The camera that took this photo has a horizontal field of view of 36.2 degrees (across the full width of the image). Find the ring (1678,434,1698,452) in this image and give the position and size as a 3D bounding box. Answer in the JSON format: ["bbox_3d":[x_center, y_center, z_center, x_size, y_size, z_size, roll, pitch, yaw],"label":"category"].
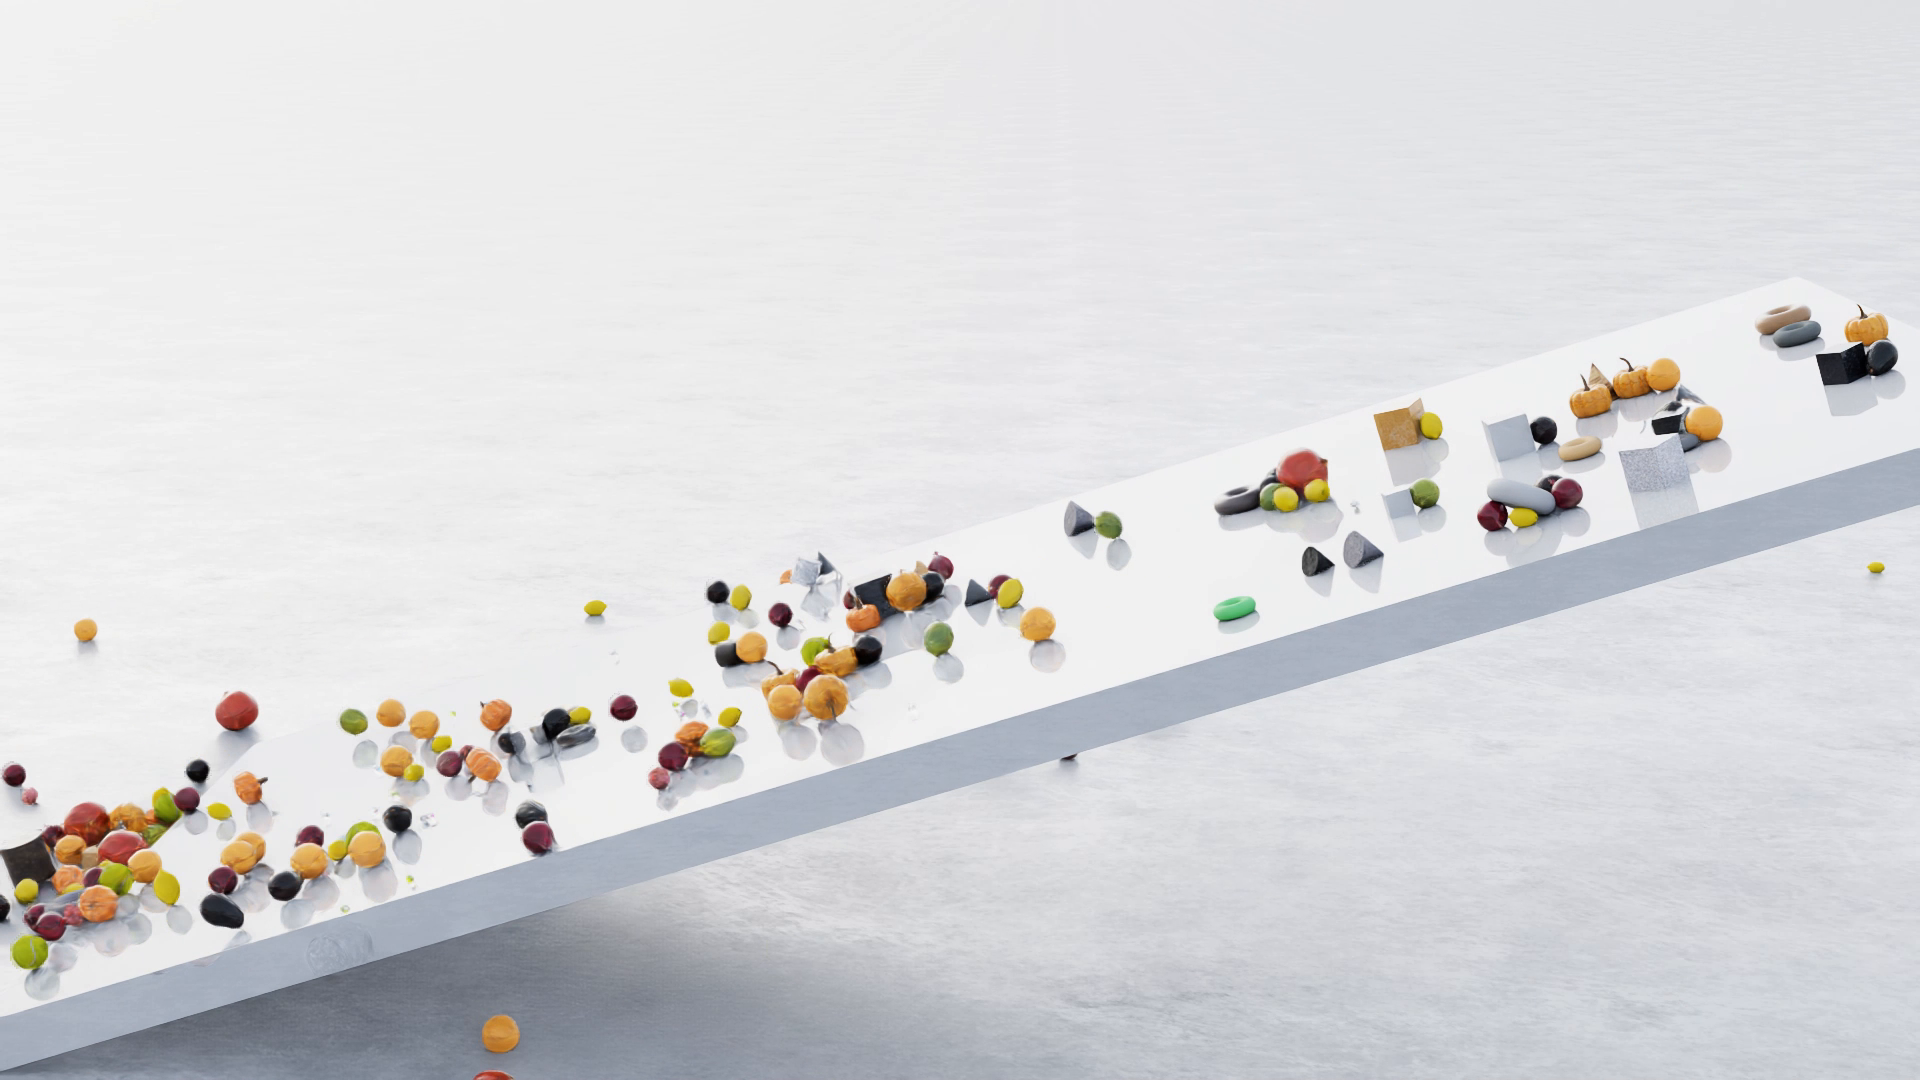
[{"bbox_3d":[1.396,-0.187,5.715,0.078,0.026,0.078,-17,9,3],"label":"ring"}]

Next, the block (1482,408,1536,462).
[{"bbox_3d":[1.147,-0.220,6.151,0.083,0.083,0.083,-17,10,3],"label":"block"}]

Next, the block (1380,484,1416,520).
[{"bbox_3d":[0.883,-0.077,5.933,0.051,0.051,0.051,-18,10,1],"label":"block"}]

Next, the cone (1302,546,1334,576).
[{"bbox_3d":[0.699,0.044,5.673,0.059,0.059,0.059,7,7,-25],"label":"cone"}]

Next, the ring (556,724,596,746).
[{"bbox_3d":[-0.819,0.417,6.274,0.086,0.029,0.086,-16,10,3],"label":"ring"}]

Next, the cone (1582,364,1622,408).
[{"bbox_3d":[1.385,-0.345,6.392,0.088,0.088,0.088,-17,10,3],"label":"cone"}]

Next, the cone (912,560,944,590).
[{"bbox_3d":[-0.067,0.086,6.735,0.073,0.073,0.073,12,12,3],"label":"cone"}]

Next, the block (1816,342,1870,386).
[{"bbox_3d":[1.757,-0.351,5.855,0.066,0.066,0.066,-23,12,-29],"label":"block"}]

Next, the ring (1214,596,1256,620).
[{"bbox_3d":[0.517,0.128,5.538,0.083,0.028,0.083,-16,10,3],"label":"ring"}]

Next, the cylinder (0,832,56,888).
[{"bbox_3d":[-2.102,0.722,6.629,0.096,0.096,0.096,-16,12,4],"label":"cylinder"}]

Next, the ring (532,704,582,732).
[{"bbox_3d":[-0.890,0.394,6.487,0.117,0.039,0.117,-16,11,3],"label":"ring"}]

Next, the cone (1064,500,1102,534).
[{"bbox_3d":[0.292,-0.044,6.801,0.082,0.082,0.082,12,8,-15],"label":"cone"}]

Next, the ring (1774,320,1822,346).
[{"bbox_3d":[1.810,-0.446,6.358,0.104,0.035,0.104,-18,10,3],"label":"ring"}]

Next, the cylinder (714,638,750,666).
[{"bbox_3d":[-0.508,0.251,6.548,0.056,0.056,0.056,-12,4,30],"label":"cylinder"}]

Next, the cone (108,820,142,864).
[{"bbox_3d":[-1.948,0.695,6.830,0.095,0.095,0.095,0,11,0],"label":"cone"}]

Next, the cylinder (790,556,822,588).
[{"bbox_3d":[-0.375,0.078,7.148,0.062,0.062,0.062,16,4,-1],"label":"cylinder"}]

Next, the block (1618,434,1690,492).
[{"bbox_3d":[1.297,-0.144,5.499,0.082,0.082,0.082,-26,13,-40],"label":"block"}]

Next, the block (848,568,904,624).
[{"bbox_3d":[-0.189,0.125,6.572,0.090,0.090,0.090,-20,10,-9],"label":"block"}]

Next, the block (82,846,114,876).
[{"bbox_3d":[-1.975,0.735,6.739,0.052,0.052,0.052,2,11,8],"label":"block"}]

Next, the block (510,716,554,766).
[{"bbox_3d":[-0.910,0.427,6.250,0.072,0.072,0.072,-18,10,-2],"label":"block"}]

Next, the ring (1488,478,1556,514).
[{"bbox_3d":[1.057,-0.082,5.544,0.132,0.044,0.132,17,-1,0],"label":"ring"}]

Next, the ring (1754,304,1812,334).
[{"bbox_3d":[1.831,-0.492,6.546,0.127,0.042,0.127,-18,9,3],"label":"ring"}]

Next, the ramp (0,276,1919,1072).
[{"bbox_3d":[0.098,0.184,6.313,4.000,0.100,2.000,-17,10,5],"label":"ramp"}]

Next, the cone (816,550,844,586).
[{"bbox_3d":[-0.334,0.061,7.186,0.080,0.080,0.080,-17,10,3],"label":"cone"}]

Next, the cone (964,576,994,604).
[{"bbox_3d":[0.048,0.119,6.378,0.064,0.064,0.064,20,15,8],"label":"cone"}]

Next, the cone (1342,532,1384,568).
[{"bbox_3d":[0.783,0.022,5.632,0.071,0.071,0.071,7,8,-25],"label":"cone"}]

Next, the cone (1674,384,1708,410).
[{"bbox_3d":[1.502,-0.282,6.024,0.066,0.066,0.066,14,15,17],"label":"cone"}]

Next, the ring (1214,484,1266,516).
[{"bbox_3d":[0.617,-0.088,6.476,0.122,0.041,0.122,-17,11,3],"label":"ring"}]

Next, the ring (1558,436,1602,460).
[{"bbox_3d":[1.252,-0.185,5.939,0.089,0.030,0.089,-18,11,4],"label":"ring"}]

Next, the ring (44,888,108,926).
[{"bbox_3d":[-1.842,0.764,6.128,0.133,0.044,0.133,-13,12,3],"label":"ring"}]

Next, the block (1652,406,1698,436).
[{"bbox_3d":[1.404,-0.221,5.781,0.061,0.061,0.061,-12,12,31],"label":"block"}]

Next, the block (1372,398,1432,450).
[{"bbox_3d":[0.995,-0.261,6.616,0.087,0.087,0.087,-12,12,31],"label":"block"}]
